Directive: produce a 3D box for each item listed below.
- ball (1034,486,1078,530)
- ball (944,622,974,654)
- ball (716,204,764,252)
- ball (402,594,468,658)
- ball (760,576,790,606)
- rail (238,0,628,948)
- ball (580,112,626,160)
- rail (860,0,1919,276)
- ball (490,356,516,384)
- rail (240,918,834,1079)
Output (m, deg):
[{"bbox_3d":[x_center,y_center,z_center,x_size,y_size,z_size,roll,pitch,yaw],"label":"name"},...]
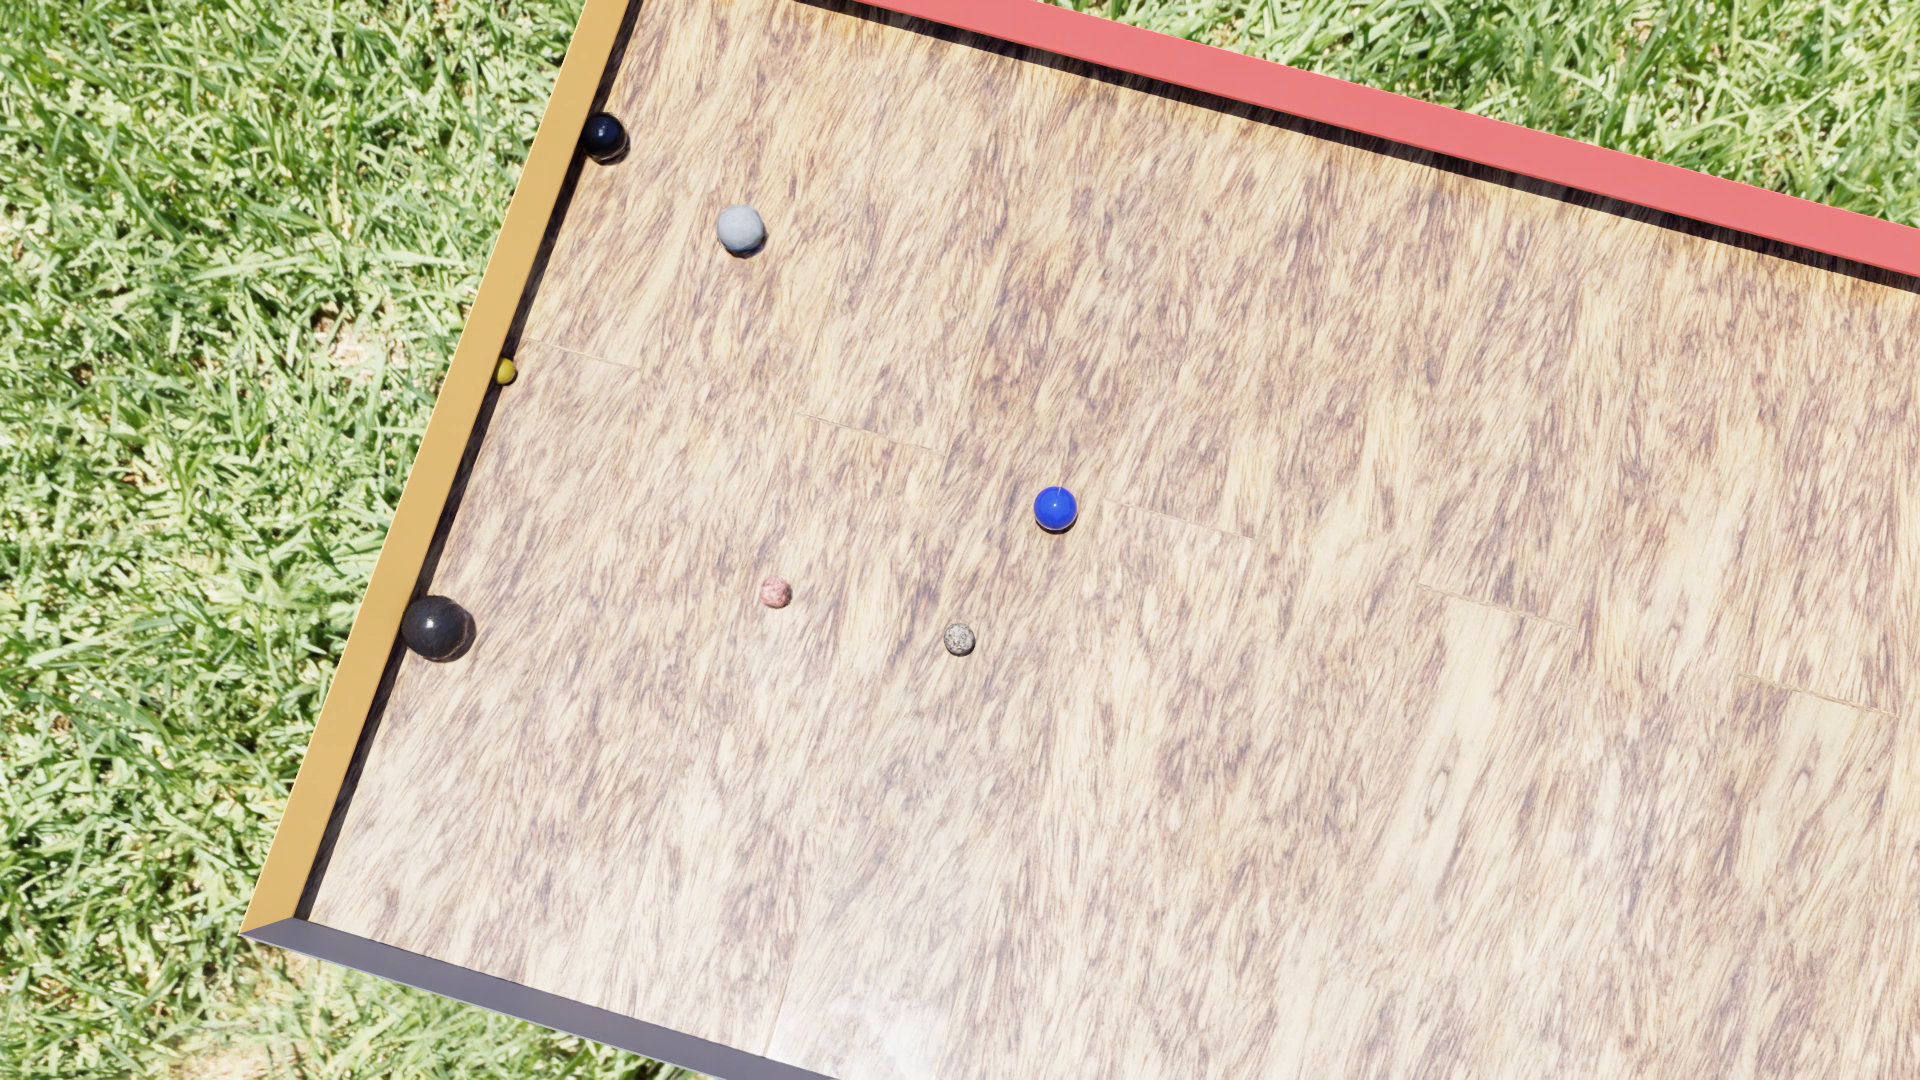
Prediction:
[{"bbox_3d":[0.146,-0.049,3.372,0.068,0.068,0.068,0,74,0],"label":"ball"},{"bbox_3d":[-0.001,0.149,3.328,0.048,0.048,0.048,0,74,0],"label":"ball"},{"bbox_3d":[-0.348,-0.495,3.493,0.075,0.075,0.075,0,74,0],"label":"ball"},{"bbox_3d":[-0.790,0.130,3.307,0.097,0.097,0.097,0,74,0],"label":"ball"},{"bbox_3d":[-0.281,0.078,3.348,0.047,0.047,0.047,0,74,0],"label":"ball"},{"bbox_3d":[-0.758,-0.220,3.389,0.045,0.126,1.731,16,75,4],"label":"rail"},{"bbox_3d":[-0.573,-0.649,3.537,0.074,0.074,0.074,0,74,0],"label":"ball"},{"bbox_3d":[1.015,-0.571,3.487,3.252,0.126,0.045,16,75,4],"label":"rail"},{"bbox_3d":[-0.719,-0.266,3.447,0.042,0.042,0.042,0,74,0],"label":"ball"},{"bbox_3d":[0.547,0.988,3.052,3.252,0.126,0.045,16,75,4],"label":"rail"}]
